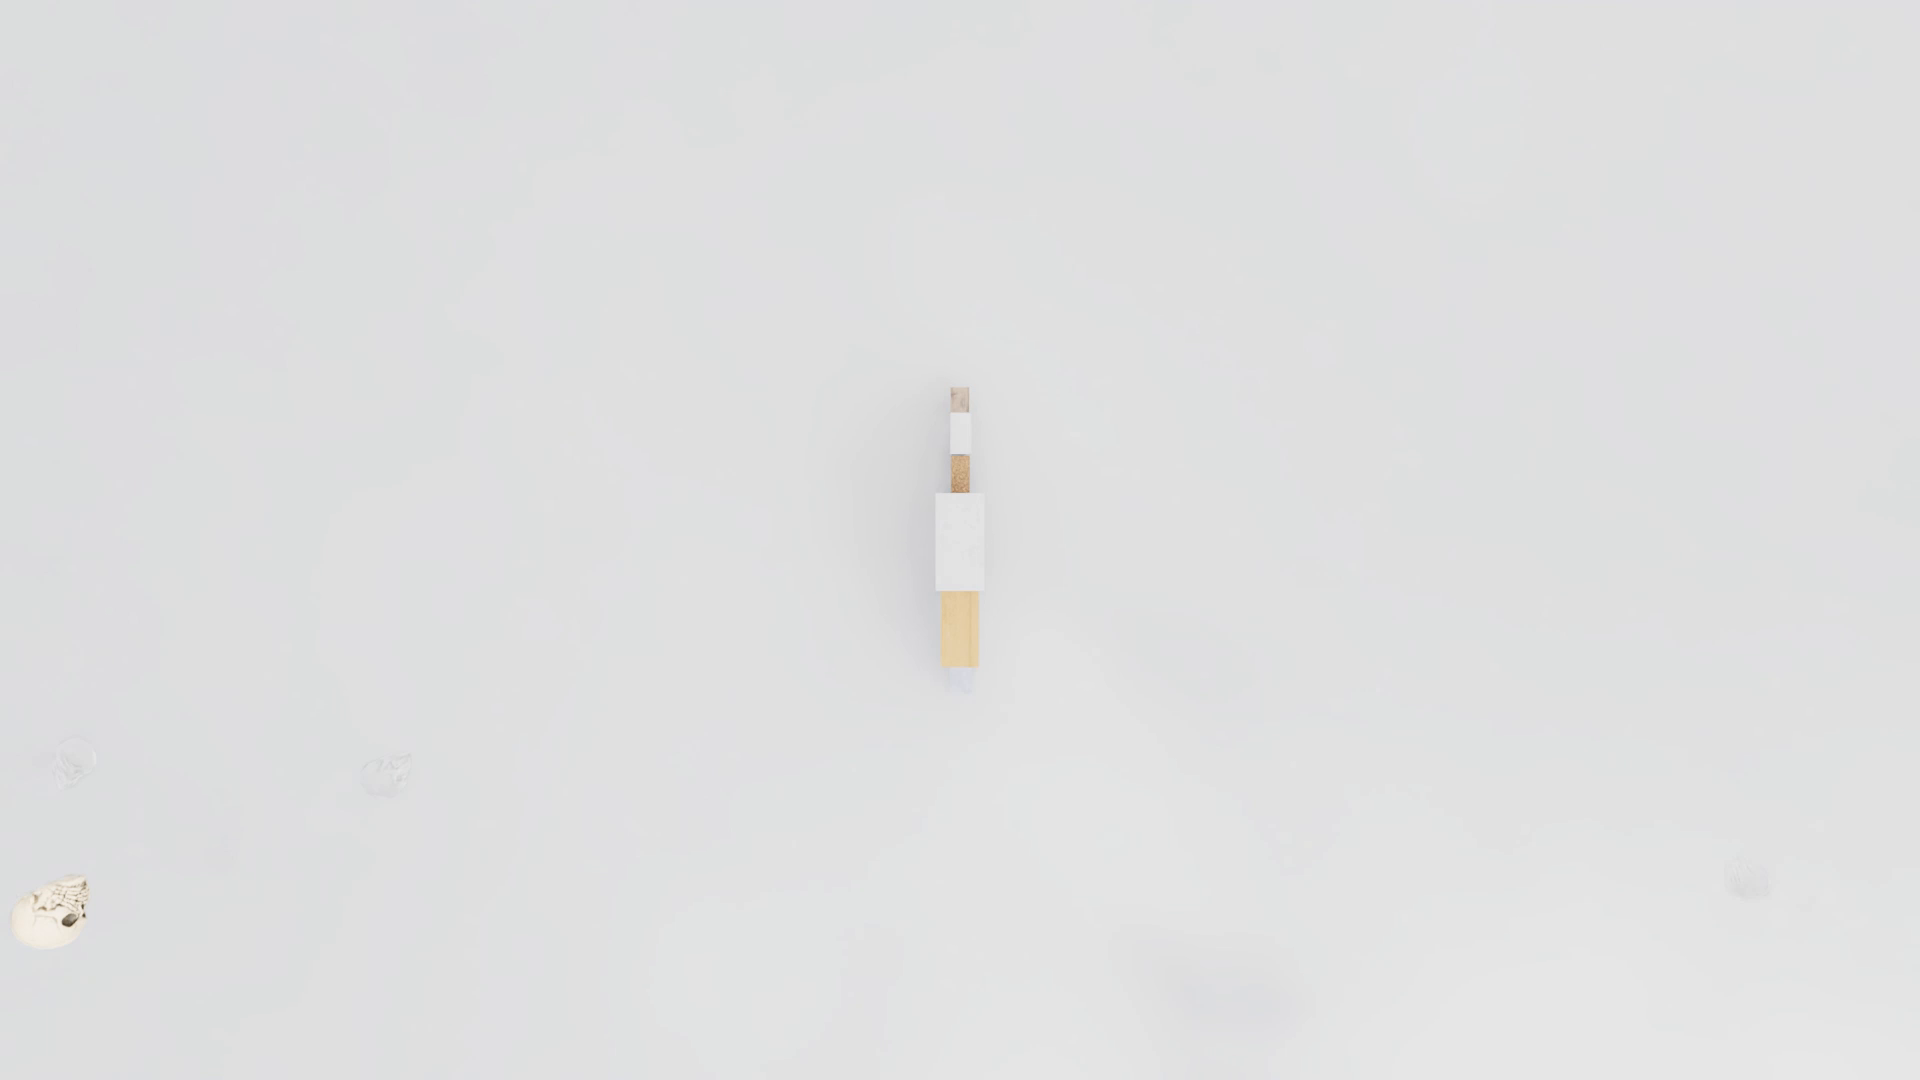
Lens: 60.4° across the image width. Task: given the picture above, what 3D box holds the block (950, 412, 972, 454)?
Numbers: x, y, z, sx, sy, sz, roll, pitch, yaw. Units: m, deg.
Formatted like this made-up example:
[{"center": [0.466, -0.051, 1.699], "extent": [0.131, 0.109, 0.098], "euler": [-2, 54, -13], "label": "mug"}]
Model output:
[{"center": [0.002, -0.324, 5.028], "extent": [0.063, 0.018, 0.126], "euler": [0, 90, 0], "label": "block"}]

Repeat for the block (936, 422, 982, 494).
[{"center": [-0.003, -0.223, 5.184], "extent": [0.148, 0.042, 0.295], "euler": [0, 90, 0], "label": "block"}]

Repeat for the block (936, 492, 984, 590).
[{"center": [0.000, 0.006, 4.856], "extent": [0.144, 0.041, 0.287], "euler": [0, 90, 0], "label": "block"}]

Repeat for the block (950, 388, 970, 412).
[{"center": [0.000, -0.436, 5.370], "extent": [0.061, 0.017, 0.121], "euler": [0, 90, 0], "label": "block"}]

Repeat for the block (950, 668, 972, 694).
[{"center": [0.002, 0.424, 5.343], "extent": [0.073, 0.021, 0.147], "euler": [0, 90, 0], "label": "block"}]

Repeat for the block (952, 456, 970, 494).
[{"center": [0.001, -0.200, 5.042], "extent": [0.057, 0.016, 0.113], "euler": [0, 90, 0], "label": "block"}]

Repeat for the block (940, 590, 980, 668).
[{"center": [0.000, 0.271, 5.030], "extent": [0.117, 0.033, 0.233], "euler": [0, 90, 0], "label": "block"}]
